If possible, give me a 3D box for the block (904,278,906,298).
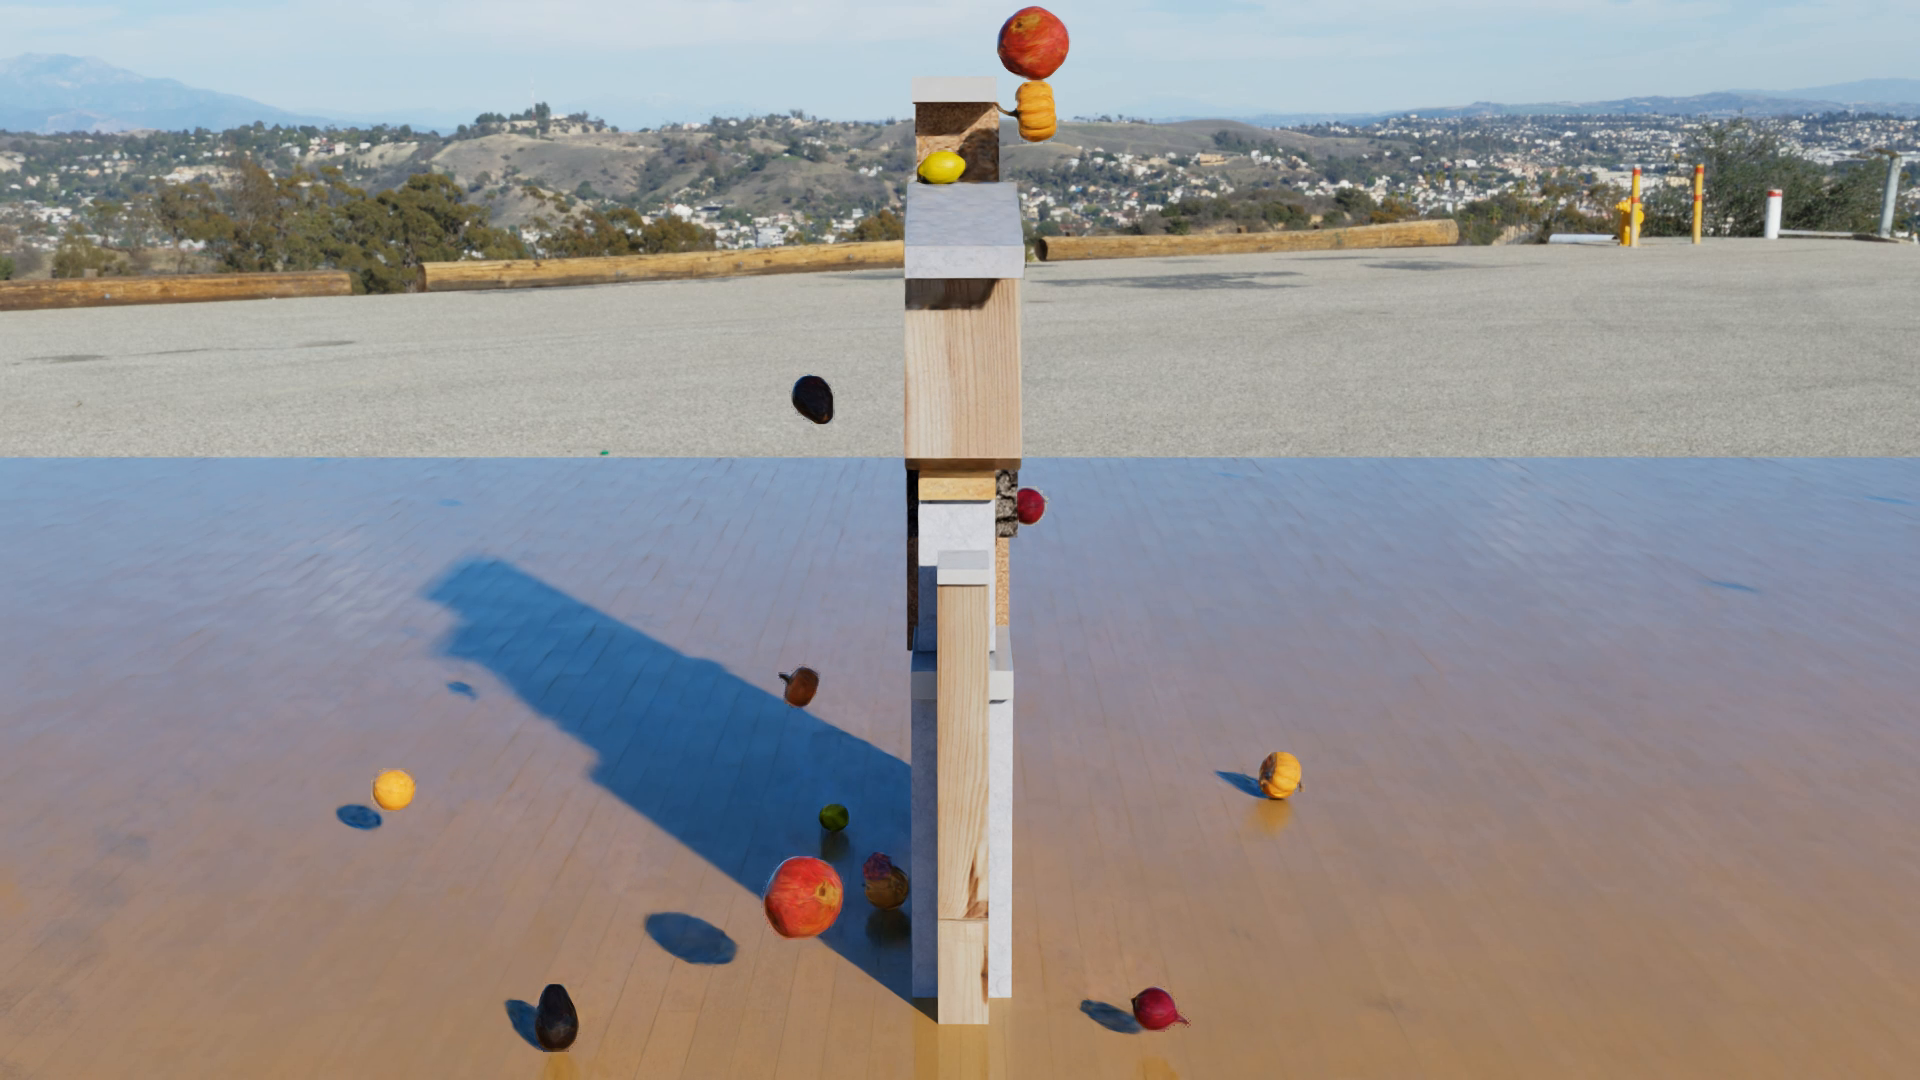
[{"bbox_3d":[-0.004,-0.444,3.714,0.170,0.048,0.340,0,11,0],"label":"block"}]

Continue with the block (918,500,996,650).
[{"bbox_3d":[-0.005,0.050,3.224,0.112,0.224,0.032,0,-1,0],"label":"block"}]

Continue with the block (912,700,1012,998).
[{"bbox_3d":[0.003,0.443,3.208,0.145,0.458,0.041,0,11,0],"label":"block"}]

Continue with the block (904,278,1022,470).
[{"bbox_3d":[0.004,-0.273,3.288,0.172,0.344,0.049,0,-20,0],"label":"block"}]

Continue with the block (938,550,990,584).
[{"bbox_3d":[0.005,0.037,3.070,0.072,0.020,0.143,0,11,0],"label":"block"}]

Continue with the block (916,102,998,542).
[{"bbox_3d":[-0.004,-0.345,3.528,0.130,0.699,0.037,0,6,-1],"label":"block"}]

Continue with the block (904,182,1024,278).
[{"bbox_3d":[0.005,-0.471,3.323,0.172,0.049,0.344,0,24,-1],"label":"block"}]

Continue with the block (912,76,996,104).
[{"bbox_3d":[-0.008,-0.714,3.497,0.130,0.037,0.261,0,10,1],"label":"block"}]

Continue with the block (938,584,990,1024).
[{"bbox_3d":[0.005,0.372,3.083,0.072,0.642,0.020,0,11,0],"label":"block"}]

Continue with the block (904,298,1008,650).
[{"bbox_3d":[-0.004,-0.109,3.659,0.170,0.590,0.048,0,10,0],"label":"block"}]

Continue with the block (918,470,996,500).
[{"bbox_3d":[-0.005,-0.095,3.296,0.112,0.032,0.224,0,11,0],"label":"block"}]

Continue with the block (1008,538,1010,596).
[{"bbox_3d":[0.001,0.128,3.787,0.165,0.330,0.047,0,10,-1],"label":"block"}]

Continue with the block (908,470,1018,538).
[{"bbox_3d":[0.004,-0.245,3.450,0.172,0.478,0.049,0,5,0],"label":"block"}]

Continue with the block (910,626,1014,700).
[{"bbox_3d":[0.003,0.179,3.258,0.145,0.041,0.291,0,11,0],"label":"block"}]
